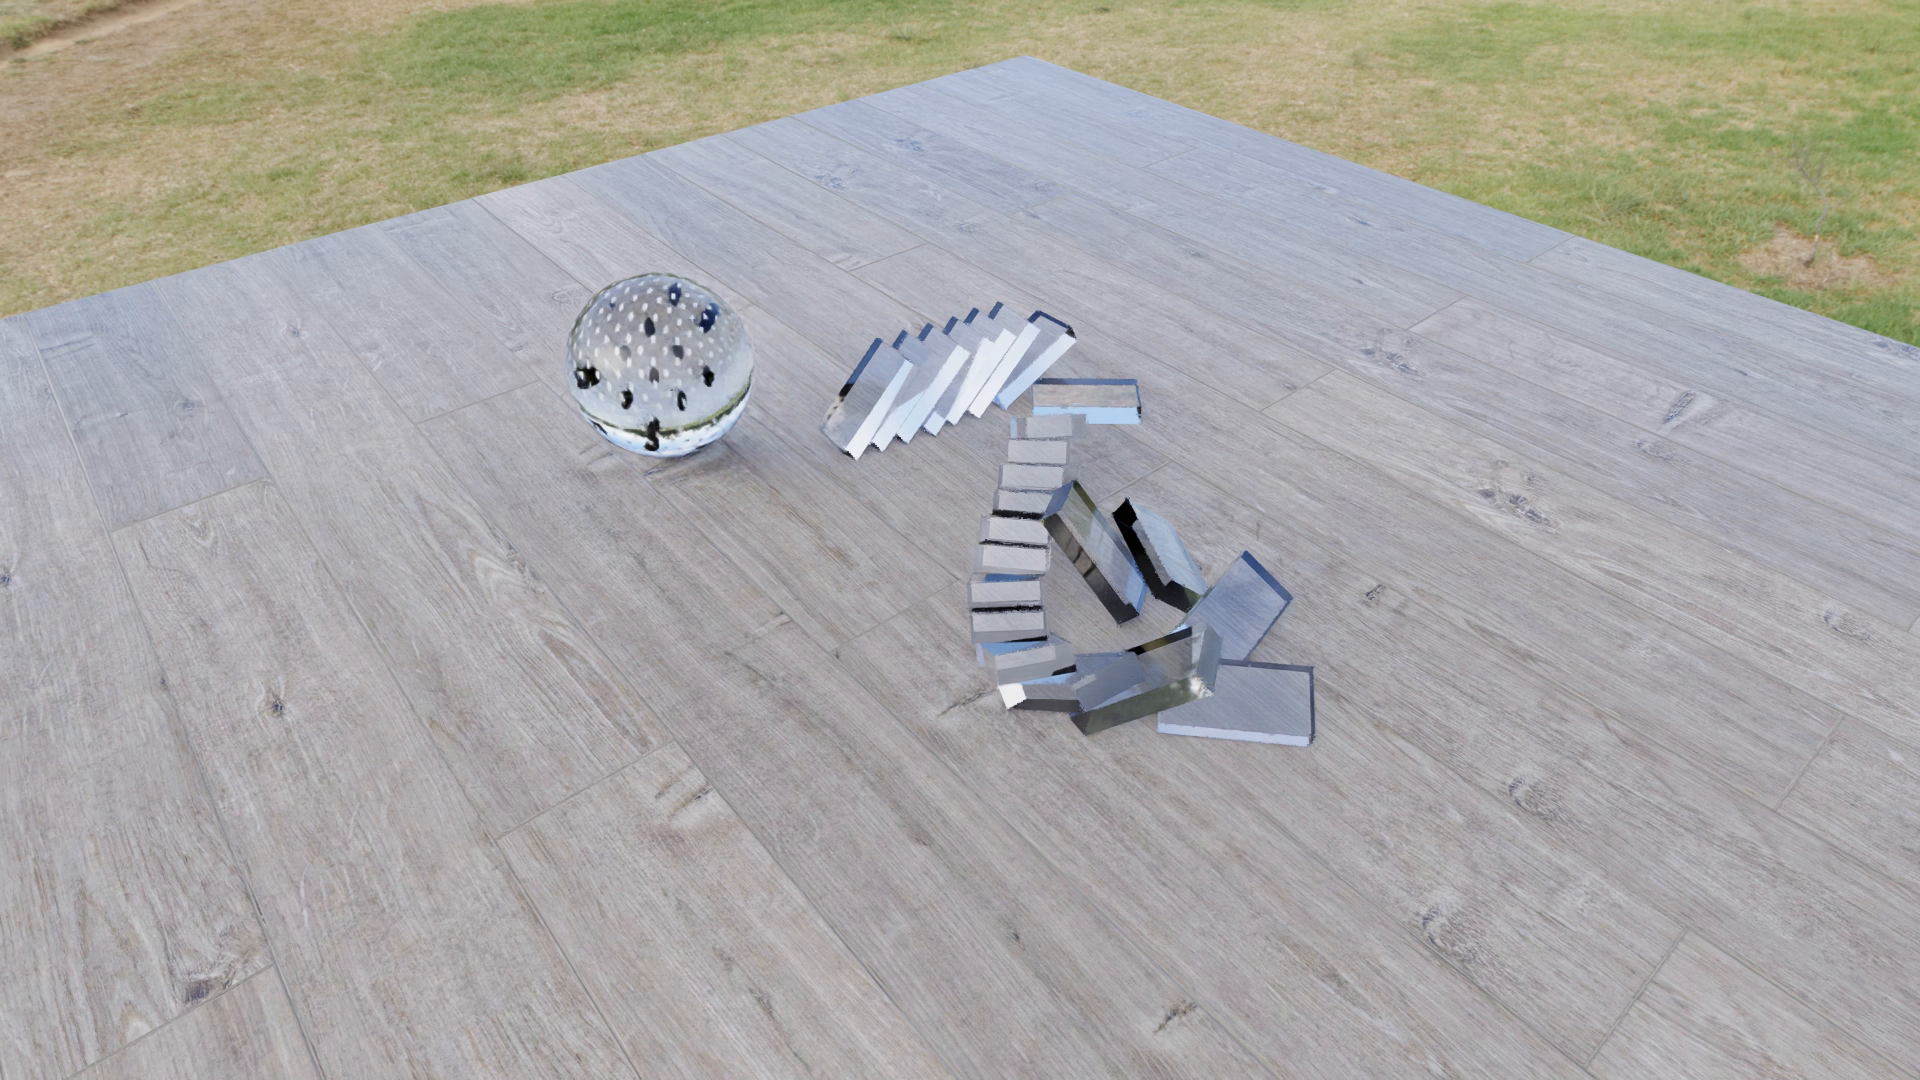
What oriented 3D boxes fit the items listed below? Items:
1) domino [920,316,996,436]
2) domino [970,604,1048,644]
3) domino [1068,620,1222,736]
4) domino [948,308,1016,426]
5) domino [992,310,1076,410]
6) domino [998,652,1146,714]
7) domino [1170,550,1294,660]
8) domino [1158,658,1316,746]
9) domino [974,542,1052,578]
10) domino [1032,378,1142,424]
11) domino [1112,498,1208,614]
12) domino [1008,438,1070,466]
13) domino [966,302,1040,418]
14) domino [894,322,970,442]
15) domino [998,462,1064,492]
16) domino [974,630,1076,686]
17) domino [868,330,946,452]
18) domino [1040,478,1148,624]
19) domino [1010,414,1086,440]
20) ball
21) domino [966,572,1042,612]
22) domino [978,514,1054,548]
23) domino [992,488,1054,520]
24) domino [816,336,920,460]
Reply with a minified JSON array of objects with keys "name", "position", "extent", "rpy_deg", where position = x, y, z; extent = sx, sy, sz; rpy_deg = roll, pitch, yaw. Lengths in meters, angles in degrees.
[{"name":"domino","position":[-0.007,-0.076,0.510],"extent":[0.009,0.050,0.025],"rpy_deg":[24,13,-48]},{"name":"domino","position":[0.017,0.028,0.386],"extent":[0.025,0.010,0.050],"rpy_deg":[-3,2,2]},{"name":"domino","position":[0.061,0.046,0.363],"extent":[0.050,0.009,0.025],"rpy_deg":[-26,24,36]},{"name":"domino","position":[0.002,-0.082,0.517],"extent":[0.010,0.050,0.025],"rpy_deg":[24,14,-49]},{"name":"domino","position":[0.030,-0.088,0.534],"extent":[0.050,0.010,0.025],"rpy_deg":[-44,49,-9]},{"name":"domino","position":[0.036,0.047,0.362],"extent":[0.025,0.009,0.050],"rpy_deg":[-23,4,-26]},{"name":"domino","position":[0.100,0.028,0.401],"extent":[0.025,0.010,0.050],"rpy_deg":[46,51,5]},{"name":"domino","position":[0.093,0.054,0.371],"extent":[0.050,0.010,0.025],"rpy_deg":[5,62,6]},{"name":"domino","position":[0.021,0.006,0.413],"extent":[0.025,0.009,0.050],"rpy_deg":[5,3,7]},{"name":"domino","position":[0.060,-0.067,0.525],"extent":[0.050,0.010,0.025],"rpy_deg":[1,39,1]},{"name":"domino","position":[0.078,0.007,0.425],"extent":[0.025,0.010,0.050],"rpy_deg":[25,28,-30]},{"name":"domino","position":[0.033,-0.038,0.469],"extent":[0.025,0.010,0.050],"rpy_deg":[2,6,2]},{"name":"domino","position":[0.014,-0.086,0.522],"extent":[0.009,0.050,0.025],"rpy_deg":[24,14,-49]},{"name":"domino","position":[-0.019,-0.072,0.505],"extent":[0.010,0.050,0.025],"rpy_deg":[25,15,-48]},{"name":"domino","position":[0.030,-0.027,0.455],"extent":[0.025,0.010,0.050],"rpy_deg":[3,6,5]},{"name":"domino","position":[0.021,0.039,0.372],"extent":[0.025,0.009,0.050],"rpy_deg":[-10,2,-7]},{"name":"domino","position":[-0.031,-0.068,0.500],"extent":[0.010,0.050,0.025],"rpy_deg":[25,14,-48]},{"name":"domino","position":[0.051,0.004,0.409],"extent":[0.009,0.050,0.025],"rpy_deg":[-30,16,31]},{"name":"domino","position":[0.038,-0.050,0.484],"extent":[0.025,0.010,0.050],"rpy_deg":[-4,7,-5]},{"name":"ball","position":[-0.130,-0.076,0.480],"extent":[0.080,0.080,0.080],"rpy_deg":[0,39,0]},{"name":"domino","position":[0.016,0.018,0.397],"extent":[0.025,0.009,0.050],"rpy_deg":[-2,2,3]},{"name":"domino","position":[0.023,-0.004,0.426],"extent":[0.025,0.009,0.050],"rpy_deg":[5,4,8]},{"name":"domino","position":[0.028,-0.016,0.442],"extent":[0.025,0.009,0.050],"rpy_deg":[5,7,6]},{"name":"domino","position":[-0.042,-0.064,0.495],"extent":[0.009,0.050,0.025],"rpy_deg":[25,14,-48]}]
